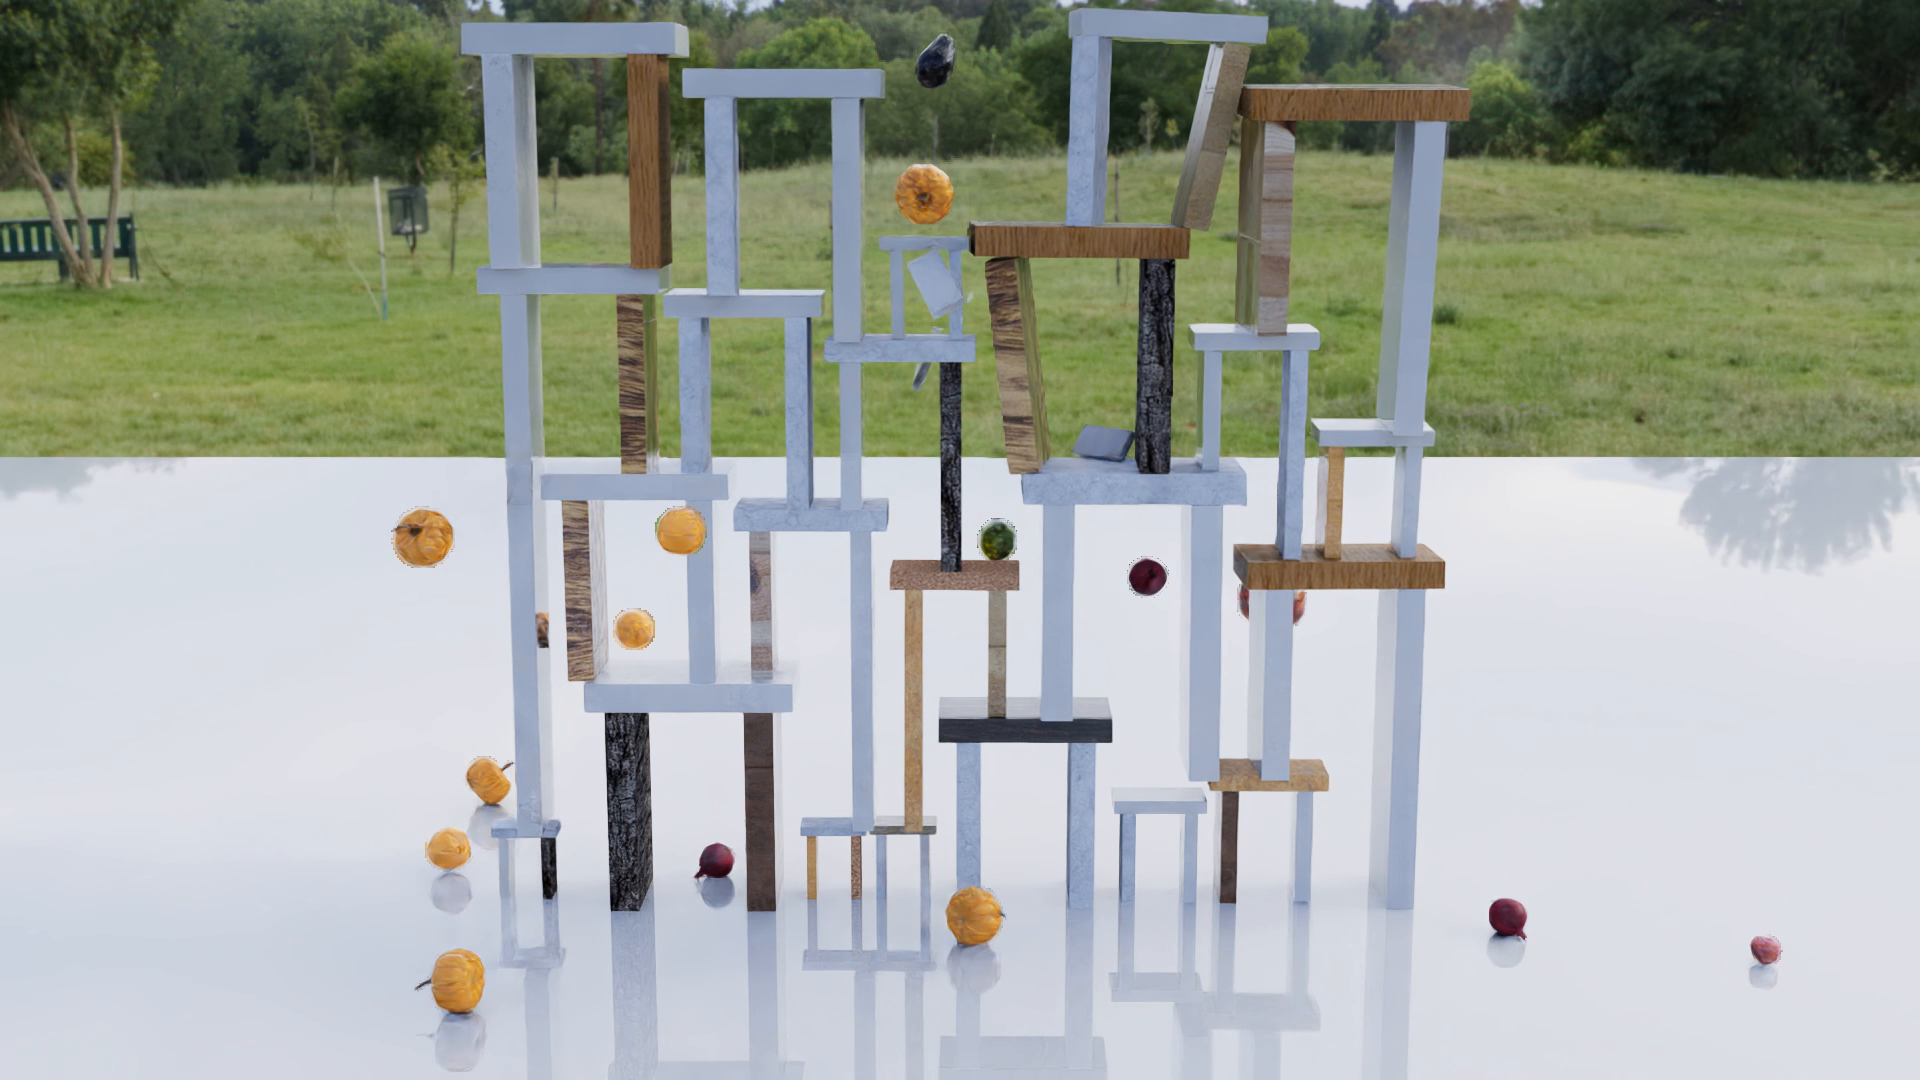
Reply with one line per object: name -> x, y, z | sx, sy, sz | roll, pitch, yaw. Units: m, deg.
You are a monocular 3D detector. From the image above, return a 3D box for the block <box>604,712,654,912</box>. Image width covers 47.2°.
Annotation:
block -> -0.547, 0.426, 3.638 | 0.047, 0.334, 0.167 | 0, 11, 0

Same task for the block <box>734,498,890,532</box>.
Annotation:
block -> -0.238, -0.042, 3.558 | 0.243, 0.034, 0.121 | 0, 11, 0

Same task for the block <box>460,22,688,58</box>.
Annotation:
block -> -0.593, -0.775, 3.412 | 0.324, 0.046, 0.162 | 0, 11, 0

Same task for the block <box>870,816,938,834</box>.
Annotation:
block -> -0.094, 0.473, 3.649 | 0.111, 0.016, 0.055 | 0, 11, 1

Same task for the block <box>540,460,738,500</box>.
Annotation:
block -> -0.514, -0.097, 3.542 | 0.296, 0.042, 0.148 | 0, 11, 0

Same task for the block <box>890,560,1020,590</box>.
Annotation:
block -> -0.008, 0.056, 3.565 | 0.208, 0.029, 0.104 | 0, 11, 1

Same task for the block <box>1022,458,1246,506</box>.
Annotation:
block -> 0.276, -0.096, 3.545 | 0.351, 0.050, 0.176 | 0, 11, 0

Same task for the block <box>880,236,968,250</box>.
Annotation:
block -> -0.057, -0.468, 3.465 | 0.140, 0.020, 0.070 | 0, 11, -1

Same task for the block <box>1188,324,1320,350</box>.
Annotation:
block -> 0.462, -0.320, 3.468 | 0.194, 0.028, 0.097 | 0, 14, -1

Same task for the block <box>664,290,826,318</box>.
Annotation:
block -> -0.339, -0.376, 3.488 | 0.246, 0.035, 0.123 | 0, 11, 0

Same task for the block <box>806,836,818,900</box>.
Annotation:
block -> -0.245, 0.537, 3.659 | 0.015, 0.109, 0.054 | 0, 11, 0

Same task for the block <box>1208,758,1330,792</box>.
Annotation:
block -> 0.505, 0.387, 3.629 | 0.193, 0.027, 0.096 | 0, 11, 1

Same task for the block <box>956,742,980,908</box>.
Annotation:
block -> 0.014, 0.452, 3.642 | 0.040, 0.281, 0.140 | 0, 11, 0

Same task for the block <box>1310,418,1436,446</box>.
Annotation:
block -> 0.658, -0.172, 3.512 | 0.182, 0.026, 0.091 | 0, 15, 0

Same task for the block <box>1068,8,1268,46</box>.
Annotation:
block -> 0.323, -0.801, 3.440 | 0.288, 0.041, 0.144 | 1, 11, -6

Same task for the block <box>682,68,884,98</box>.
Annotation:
block -> -0.271, -0.710, 3.422 | 0.301, 0.043, 0.151 | 0, 11, 1

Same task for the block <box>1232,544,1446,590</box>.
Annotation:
block -> 0.612, 0.042, 3.567 | 0.315, 0.045, 0.158 | 0, 11, -1

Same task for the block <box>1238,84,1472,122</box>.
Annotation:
block -> 0.600, -0.671, 3.368 | 0.327, 0.046, 0.163 | 0, 15, 0

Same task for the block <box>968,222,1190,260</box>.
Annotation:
block -> 0.185, -0.476, 3.487 | 0.334, 0.047, 0.167 | 0, 11, -4

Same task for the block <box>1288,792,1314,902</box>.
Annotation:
block -> 0.567, 0.494, 3.656 | 0.027, 0.193, 0.096 | 1, 11, 3

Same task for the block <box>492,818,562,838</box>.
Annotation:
block -> -0.719, 0.478, 3.648 | 0.106, 0.015, 0.053 | 0, 11, -1

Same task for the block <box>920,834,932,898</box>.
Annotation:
block -> -0.057, 0.535, 3.661 | 0.016, 0.111, 0.055 | 0, 11, 2

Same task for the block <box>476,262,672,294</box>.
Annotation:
block -> -0.608, -0.415, 3.485 | 0.283, 0.040, 0.141 | 0, 11, 1

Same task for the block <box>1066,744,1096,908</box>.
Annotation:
block -> 0.200, 0.452, 3.644 | 0.040, 0.281, 0.140 | 0, 11, 0

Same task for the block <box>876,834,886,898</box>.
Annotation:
block -> -0.131, 0.535, 3.661 | 0.016, 0.111, 0.055 | 0, 11, 0

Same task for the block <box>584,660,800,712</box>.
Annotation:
block -> -0.435, 0.239, 3.603 | 0.334, 0.047, 0.167 | 0, 11, 0

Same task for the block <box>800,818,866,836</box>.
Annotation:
block -> -0.209, 0.475, 3.647 | 0.109, 0.015, 0.054 | 0, 11, 0

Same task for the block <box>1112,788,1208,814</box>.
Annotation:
block -> 0.328, 0.431, 3.635 | 0.152, 0.022, 0.076 | 0, 11, 0

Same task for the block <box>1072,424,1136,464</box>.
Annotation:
block -> 0.235, -0.158, 3.602 | 0.106, 0.053, 0.015 | 11, -20, 47

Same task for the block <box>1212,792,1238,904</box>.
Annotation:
block -> 0.441, 0.495, 3.653 | 0.027, 0.193, 0.096 | 0, 11, 0

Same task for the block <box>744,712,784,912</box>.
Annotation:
block -> -0.324, 0.426, 3.638 | 0.047, 0.334, 0.167 | 0, 11, 0

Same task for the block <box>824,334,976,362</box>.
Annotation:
block -> -0.093, -0.306, 3.503 | 0.236, 0.033, 0.118 | 0, 11, 1

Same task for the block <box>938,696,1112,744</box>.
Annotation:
block -> 0.106, 0.295, 3.611 | 0.281, 0.040, 0.140 | 0, 11, 1

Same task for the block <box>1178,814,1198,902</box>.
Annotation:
block -> 0.379, 0.516, 3.651 | 0.022, 0.152, 0.076 | 0, 11, 0

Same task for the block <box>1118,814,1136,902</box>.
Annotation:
block -> 0.278, 0.516, 3.651 | 0.022, 0.152, 0.076 | 0, 11, 0

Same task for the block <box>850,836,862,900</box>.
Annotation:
block -> -0.172, 0.537, 3.659 | 0.015, 0.109, 0.054 | 0, 11, 0
